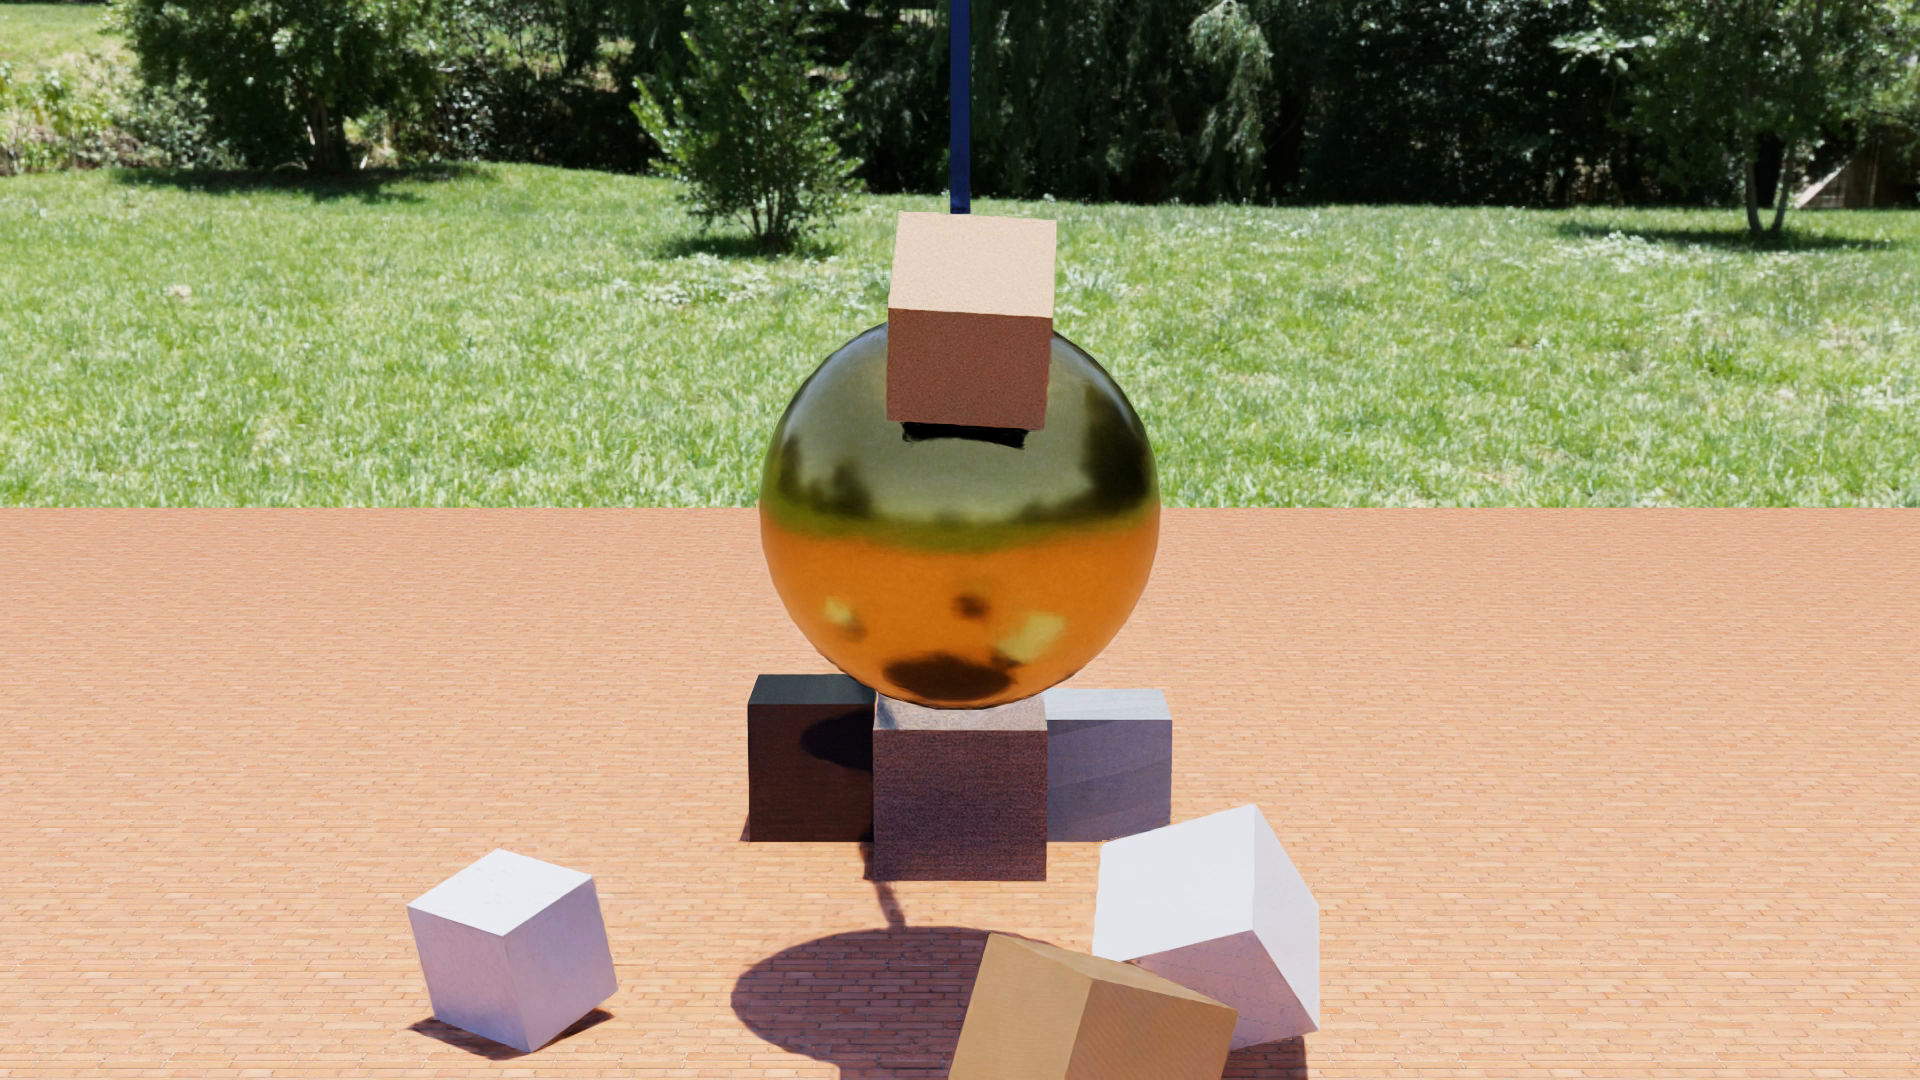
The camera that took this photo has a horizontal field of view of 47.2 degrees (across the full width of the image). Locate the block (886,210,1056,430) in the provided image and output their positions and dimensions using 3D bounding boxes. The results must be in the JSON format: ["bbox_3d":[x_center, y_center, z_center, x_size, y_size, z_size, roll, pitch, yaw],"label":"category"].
[{"bbox_3d":[0.042,-0.790,7.916,0.567,0.535,0.534,3,47,1],"label":"block"}]

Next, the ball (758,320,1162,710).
[{"bbox_3d":[0.000,-0.123,8.752,1.600,1.600,1.600,0,10,0],"label":"ball"}]

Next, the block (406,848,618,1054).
[{"bbox_3d":[-1.788,1.636,8.810,0.566,0.533,0.489,8,26,37],"label":"block"}]

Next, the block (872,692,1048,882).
[{"bbox_3d":[0.004,1.204,10.849,0.828,0.749,0.733,0,10,0],"label":"block"}]

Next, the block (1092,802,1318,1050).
[{"bbox_3d":[0.943,1.503,8.367,0.644,0.618,0.612,-18,35,23],"label":"block"}]

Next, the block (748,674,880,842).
[{"bbox_3d":[-0.746,1.121,11.388,0.640,0.720,0.630,0,10,0],"label":"block"}]

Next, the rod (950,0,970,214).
[{"bbox_3d":[0.000,-3.436,9.513,0.080,5.200,0.080,0,-13,0],"label":"rod"}]

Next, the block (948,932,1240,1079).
[{"bbox_3d":[0.377,1.654,6.763,0.574,0.679,0.567,19,-5,-31],"label":"block"}]

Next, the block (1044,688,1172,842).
[{"bbox_3d":[0.744,1.160,11.392,0.644,0.642,0.625,0,10,0],"label":"block"}]
